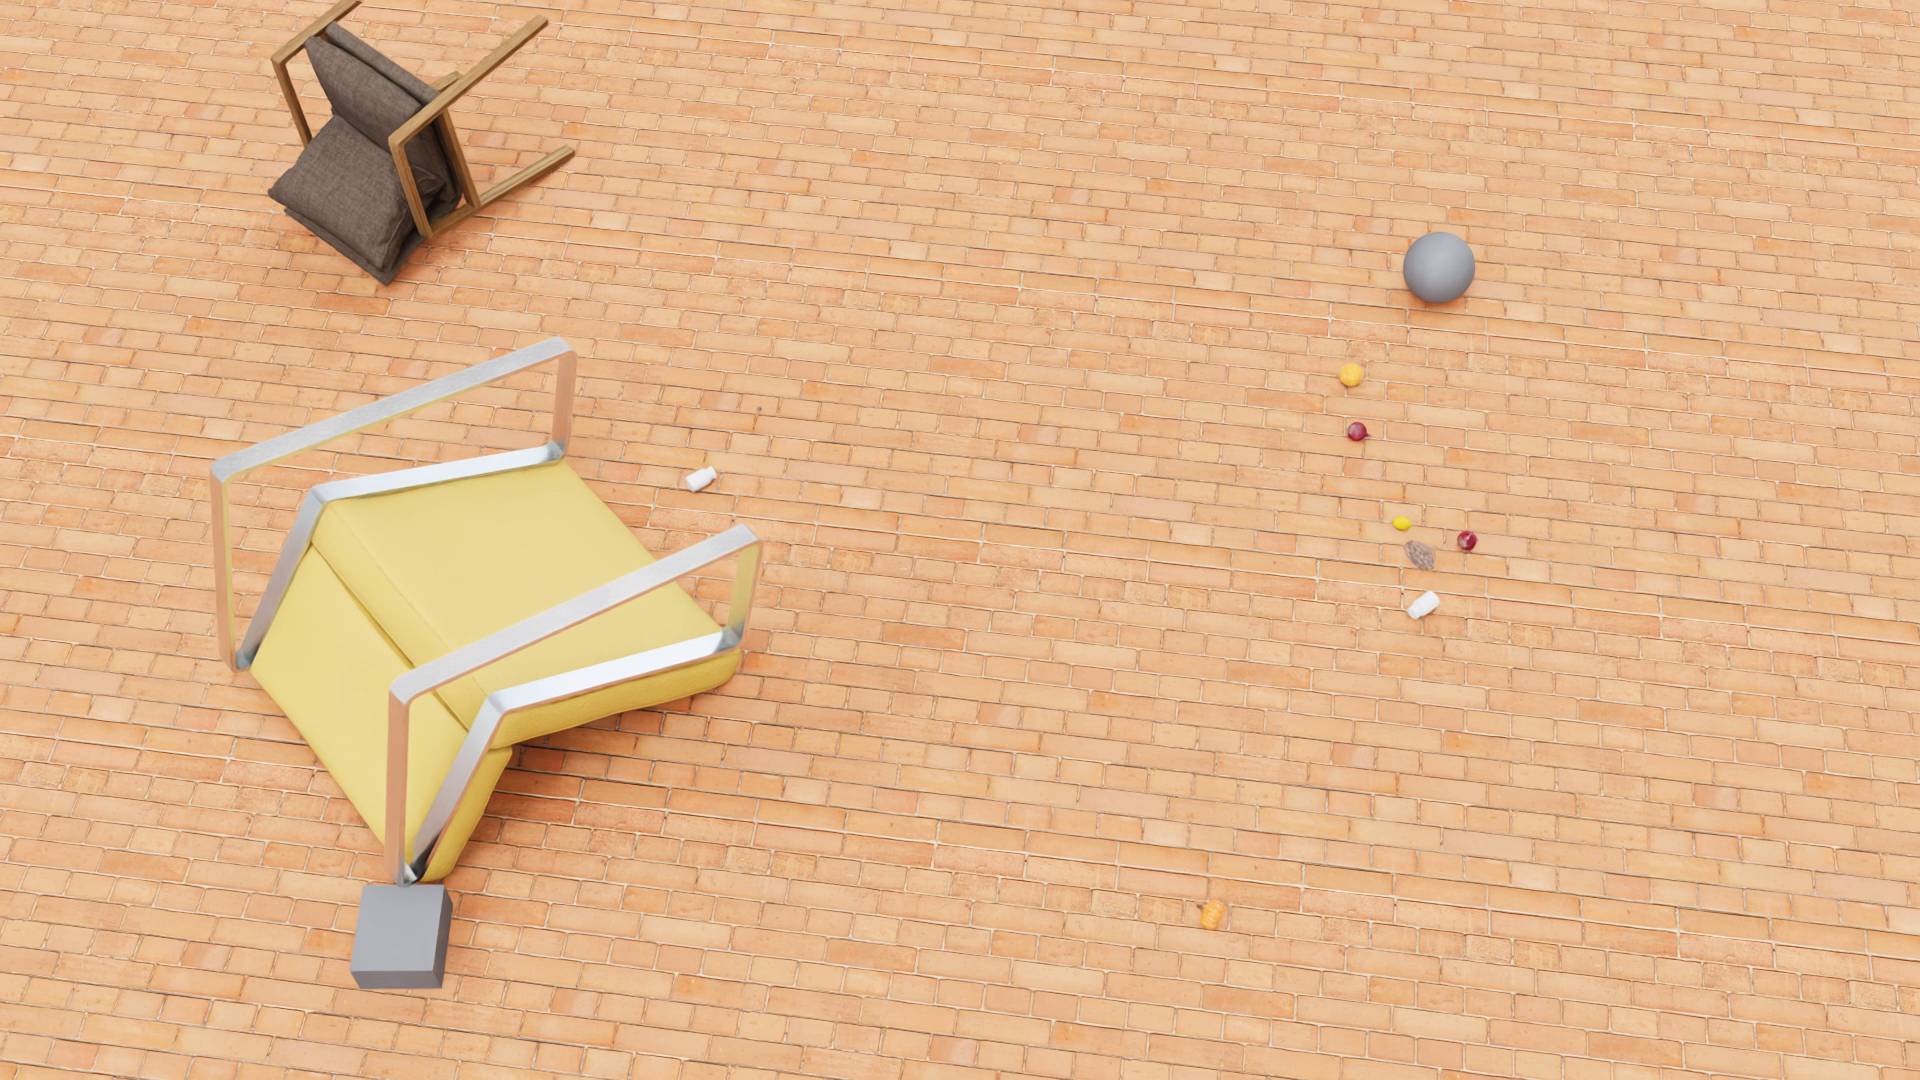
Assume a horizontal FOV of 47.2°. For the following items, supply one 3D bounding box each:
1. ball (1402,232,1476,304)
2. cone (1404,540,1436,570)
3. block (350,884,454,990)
[{"bbox_3d":[1.529,-0.870,7.020,0.228,0.228,0.228,0,56,0],"label":"ball"},{"bbox_3d":[1.390,0.032,6.531,0.091,0.076,0.110,-23,56,-41],"label":"cone"},{"bbox_3d":[-1.470,1.046,5.798,0.214,0.122,0.241,0,56,0],"label":"block"}]
